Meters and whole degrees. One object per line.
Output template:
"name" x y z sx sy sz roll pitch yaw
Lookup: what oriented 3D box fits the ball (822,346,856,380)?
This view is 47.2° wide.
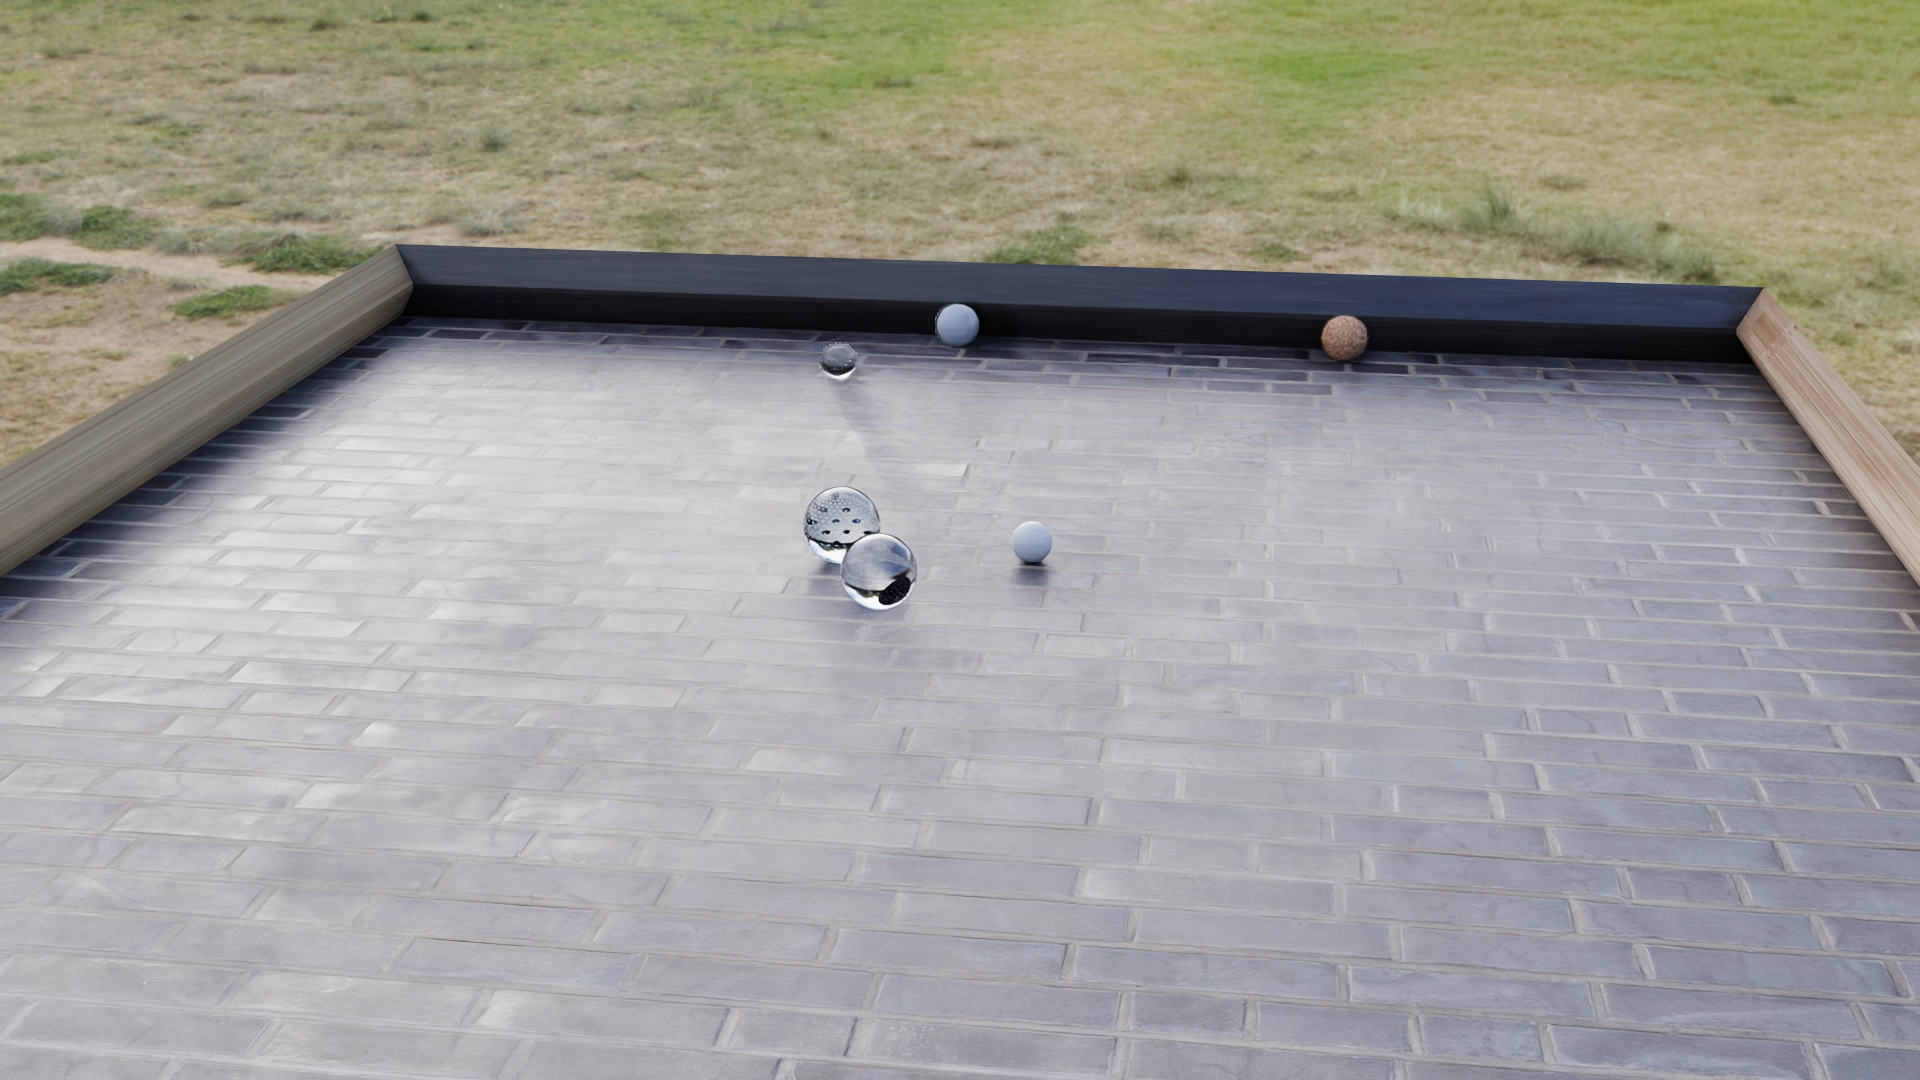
"ball" -0.191 -0.280 3.460 0.054 0.054 0.054 0 20 0

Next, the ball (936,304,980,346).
"ball" -0.003 -0.356 3.643 0.071 0.071 0.071 0 20 0

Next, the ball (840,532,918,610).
"ball" -0.094 0.037 2.544 0.090 0.090 0.090 0 20 0

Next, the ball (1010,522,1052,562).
"ball" 0.088 0.002 2.694 0.051 0.051 0.051 0 20 0

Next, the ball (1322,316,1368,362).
"ball" 0.623 -0.327 3.560 0.074 0.074 0.074 0 20 0

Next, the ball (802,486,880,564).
"ball" -0.144 -0.018 2.686 0.095 0.095 0.095 0 20 0

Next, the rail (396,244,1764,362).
"rail" 0.150 -0.392 3.662 2.289 0.124 0.045 3 20 7

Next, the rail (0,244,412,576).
"rail" -1.263 0.297 1.781 0.045 0.124 4.407 3 20 7

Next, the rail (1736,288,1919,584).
"rail" 0.957 0.404 1.489 0.045 0.124 4.407 3 20 7
